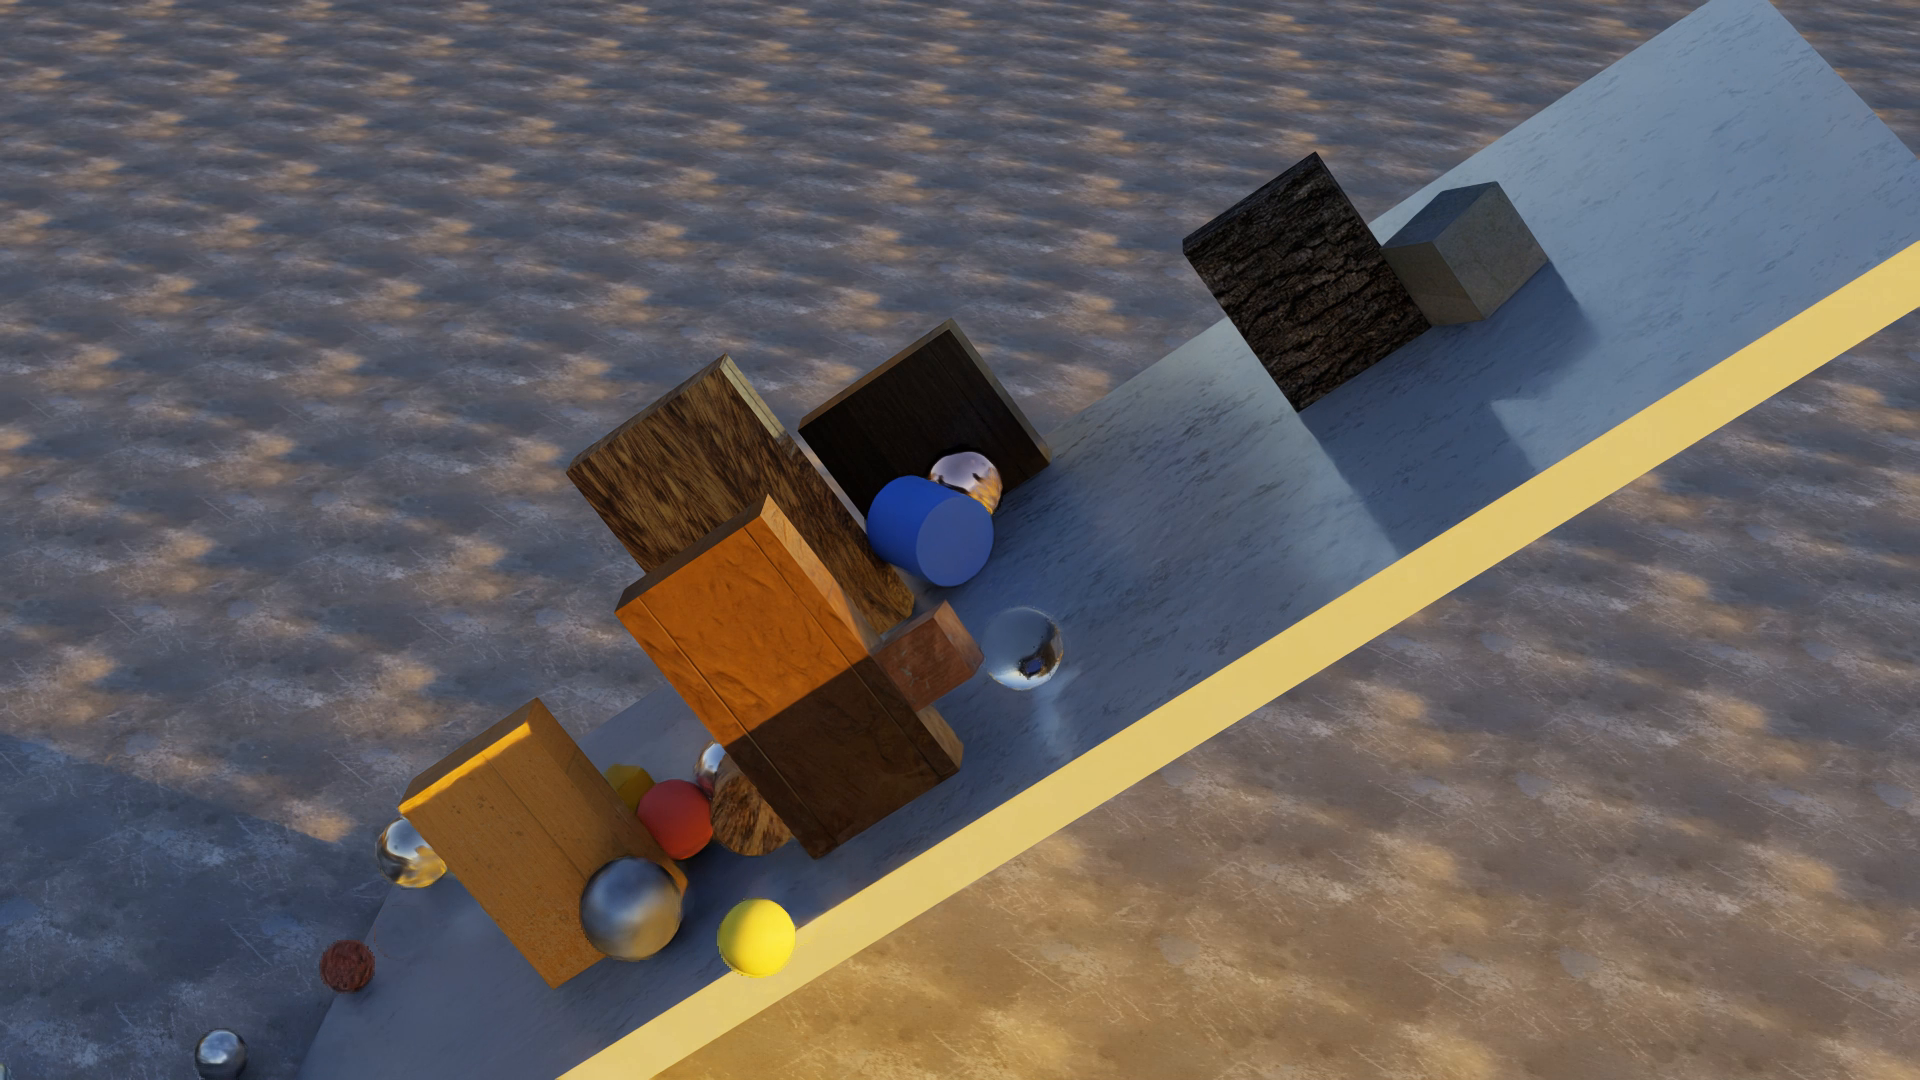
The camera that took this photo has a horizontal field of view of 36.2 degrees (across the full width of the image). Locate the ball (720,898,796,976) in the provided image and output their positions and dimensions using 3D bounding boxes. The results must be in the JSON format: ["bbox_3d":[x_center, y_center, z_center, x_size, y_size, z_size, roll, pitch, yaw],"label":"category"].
[{"bbox_3d":[-0.375,0.733,5.436,0.141,0.141,0.141,0,22,0],"label":"ball"}]

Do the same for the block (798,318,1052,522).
[{"bbox_3d":[-0.083,-0.236,7.019,0.445,0.410,0.091,-33,16,15],"label":"block"}]

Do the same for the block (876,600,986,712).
[{"bbox_3d":[-0.056,0.222,5.648,0.137,0.137,0.137,-33,6,15],"label":"block"}]

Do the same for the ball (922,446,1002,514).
[{"bbox_3d":[0.005,-0.126,6.847,0.187,0.187,0.187,0,22,0],"label":"ball"}]

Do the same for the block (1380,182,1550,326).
[{"bbox_3d":[1.022,-0.580,5.973,0.199,0.199,0.199,-42,16,-18],"label":"block"}]

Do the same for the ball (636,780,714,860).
[{"bbox_3d":[-0.600,0.590,6.199,0.169,0.169,0.169,0,22,0],"label":"ball"}]

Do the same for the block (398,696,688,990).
[{"bbox_3d":[-0.851,0.625,6.034,0.334,0.507,0.129,-33,16,15],"label":"block"}]

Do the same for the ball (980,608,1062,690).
[{"bbox_3d":[0.119,0.212,5.740,0.162,0.162,0.162,0,22,0],"label":"ball"}]

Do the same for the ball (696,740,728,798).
[{"bbox_3d":[-0.487,0.485,6.192,0.139,0.139,0.139,0,22,0],"label":"ball"}]

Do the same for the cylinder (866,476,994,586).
[{"bbox_3d":[-0.068,-0.022,6.647,0.208,0.208,0.208,-14,21,-31],"label":"cylinder"}]

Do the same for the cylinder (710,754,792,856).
[{"bbox_3d":[-0.415,0.524,5.986,0.177,0.177,0.177,0,18,-1],"label":"cylinder"}]

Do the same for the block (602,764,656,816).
[{"bbox_3d":[-0.733,0.619,6.406,0.181,0.181,0.181,-43,16,-21],"label":"block"}]

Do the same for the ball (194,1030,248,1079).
[{"bbox_3d":[-1.719,1.201,6.841,0.124,0.124,0.124,0,22,0],"label":"ball"}]

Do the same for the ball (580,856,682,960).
[{"bbox_3d":[-0.654,0.733,5.860,0.204,0.204,0.204,0,22,0],"label":"ball"}]

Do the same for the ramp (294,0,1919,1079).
[{"bbox_3d":[0.134,0.175,6.311,4.000,0.100,2.000,-33,16,15],"label":"ramp"}]

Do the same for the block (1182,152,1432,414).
[{"bbox_3d":[0.716,-0.531,6.084,0.329,0.423,0.099,-33,16,15],"label":"block"}]

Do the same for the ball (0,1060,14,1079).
[{"bbox_3d":[-2.226,1.249,6.637,0.186,0.186,0.186,0,22,0],"label":"ball"}]

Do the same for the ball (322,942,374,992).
[{"bbox_3d":[-1.452,1.012,6.971,0.121,0.121,0.121,0,22,0],"label":"ball"}]

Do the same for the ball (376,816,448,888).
[{"bbox_3d":[-1.359,0.774,7.332,0.186,0.186,0.186,0,22,0],"label":"ball"}]

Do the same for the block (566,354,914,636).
[{"bbox_3d":[-0.495,-0.009,6.690,0.439,0.718,0.105,-33,16,15],"label":"block"}]

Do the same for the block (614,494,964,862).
[{"bbox_3d":[-0.324,0.269,5.656,0.350,0.636,0.116,-33,16,15],"label":"block"}]
